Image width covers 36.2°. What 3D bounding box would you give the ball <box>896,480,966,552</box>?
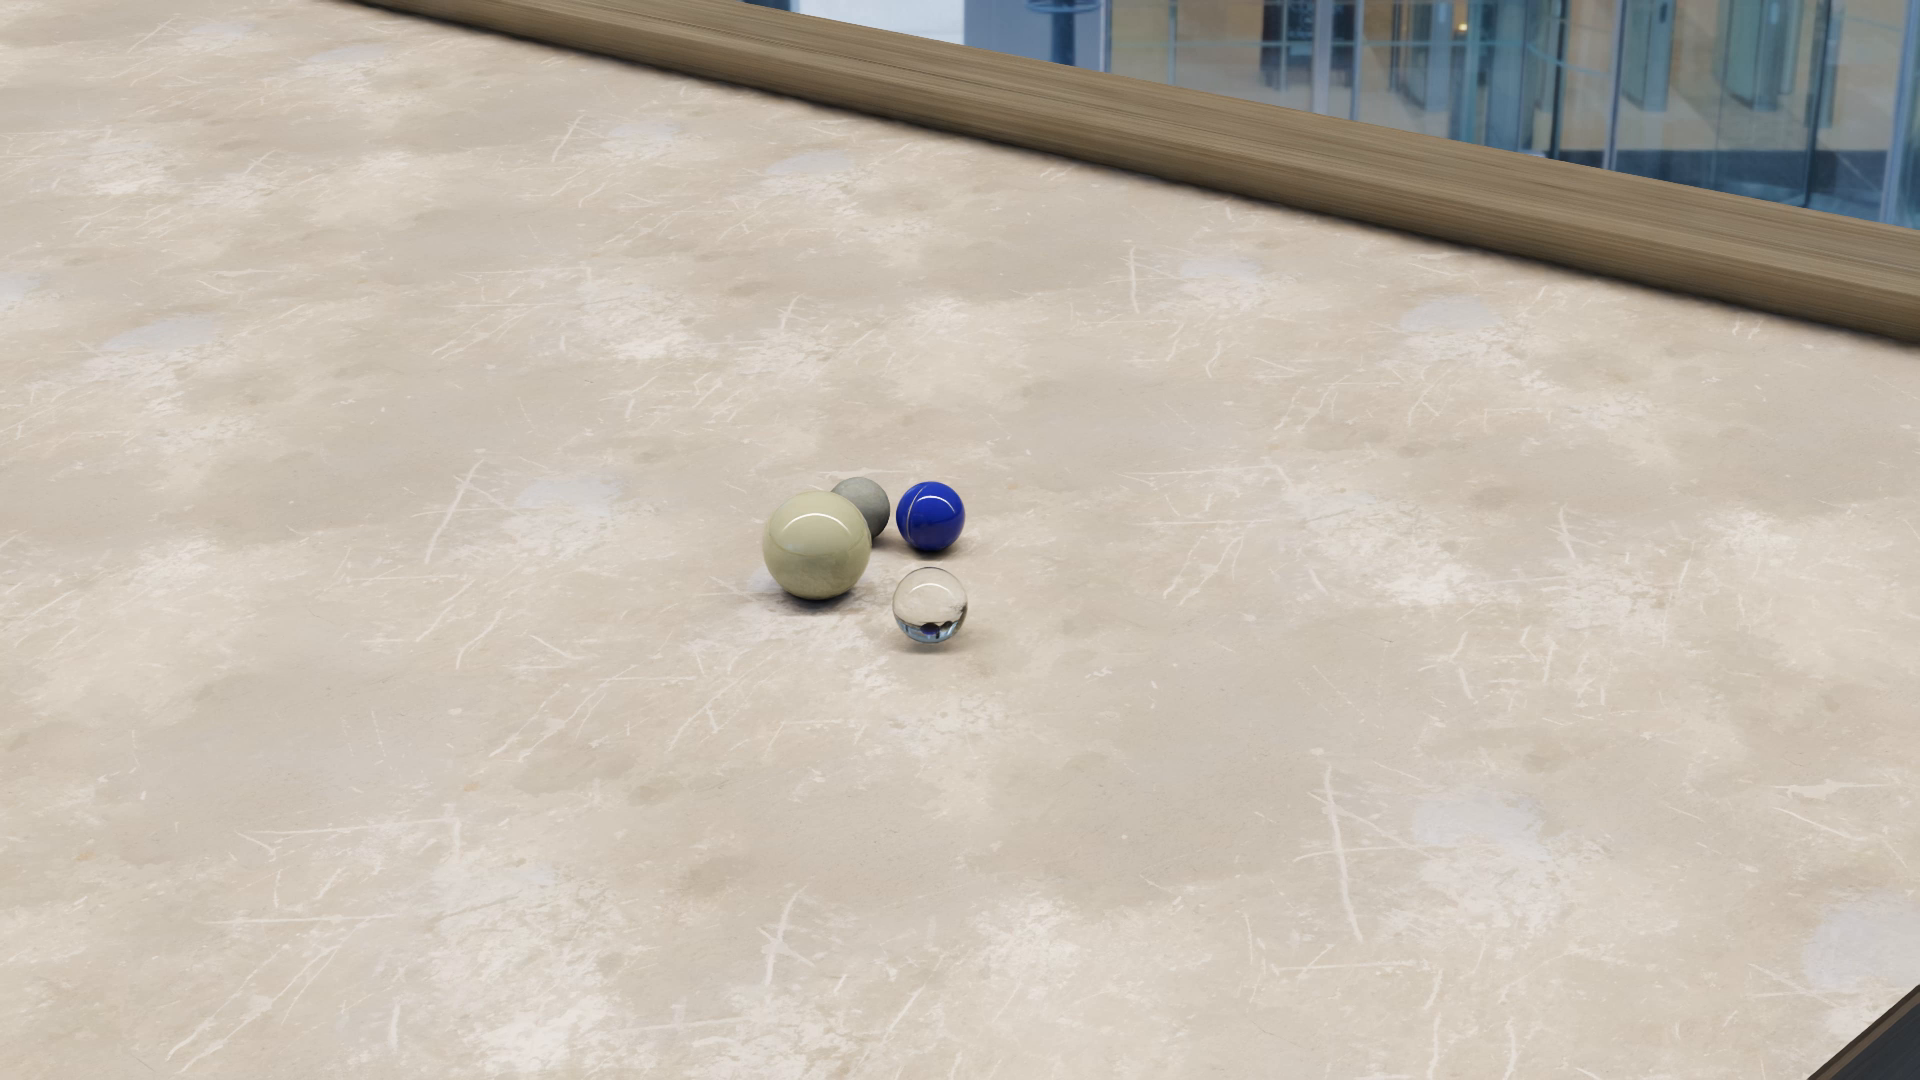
[{"bbox_3d":[-0.026,-0.021,2.620,0.063,0.063,0.063,0,22,0],"label":"ball"}]

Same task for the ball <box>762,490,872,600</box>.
[{"bbox_3d":[-0.122,0.004,2.514,0.094,0.094,0.094,0,22,0],"label":"ball"}]

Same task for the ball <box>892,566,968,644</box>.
[{"bbox_3d":[-0.025,0.054,2.432,0.063,0.063,0.063,0,22,0],"label":"ball"}]

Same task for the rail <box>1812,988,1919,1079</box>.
[{"bbox_3d":[0.741,0.223,1.924,0.045,0.122,2.377,19,28,39],"label":"rail"}]

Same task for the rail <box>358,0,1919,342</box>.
[{"bbox_3d":[0.024,-0.600,3.987,4.092,0.122,0.045,19,28,39],"label":"rail"}]

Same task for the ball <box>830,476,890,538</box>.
[{"bbox_3d":[-0.092,-0.027,2.641,0.059,0.059,0.059,0,22,0],"label":"ball"}]
